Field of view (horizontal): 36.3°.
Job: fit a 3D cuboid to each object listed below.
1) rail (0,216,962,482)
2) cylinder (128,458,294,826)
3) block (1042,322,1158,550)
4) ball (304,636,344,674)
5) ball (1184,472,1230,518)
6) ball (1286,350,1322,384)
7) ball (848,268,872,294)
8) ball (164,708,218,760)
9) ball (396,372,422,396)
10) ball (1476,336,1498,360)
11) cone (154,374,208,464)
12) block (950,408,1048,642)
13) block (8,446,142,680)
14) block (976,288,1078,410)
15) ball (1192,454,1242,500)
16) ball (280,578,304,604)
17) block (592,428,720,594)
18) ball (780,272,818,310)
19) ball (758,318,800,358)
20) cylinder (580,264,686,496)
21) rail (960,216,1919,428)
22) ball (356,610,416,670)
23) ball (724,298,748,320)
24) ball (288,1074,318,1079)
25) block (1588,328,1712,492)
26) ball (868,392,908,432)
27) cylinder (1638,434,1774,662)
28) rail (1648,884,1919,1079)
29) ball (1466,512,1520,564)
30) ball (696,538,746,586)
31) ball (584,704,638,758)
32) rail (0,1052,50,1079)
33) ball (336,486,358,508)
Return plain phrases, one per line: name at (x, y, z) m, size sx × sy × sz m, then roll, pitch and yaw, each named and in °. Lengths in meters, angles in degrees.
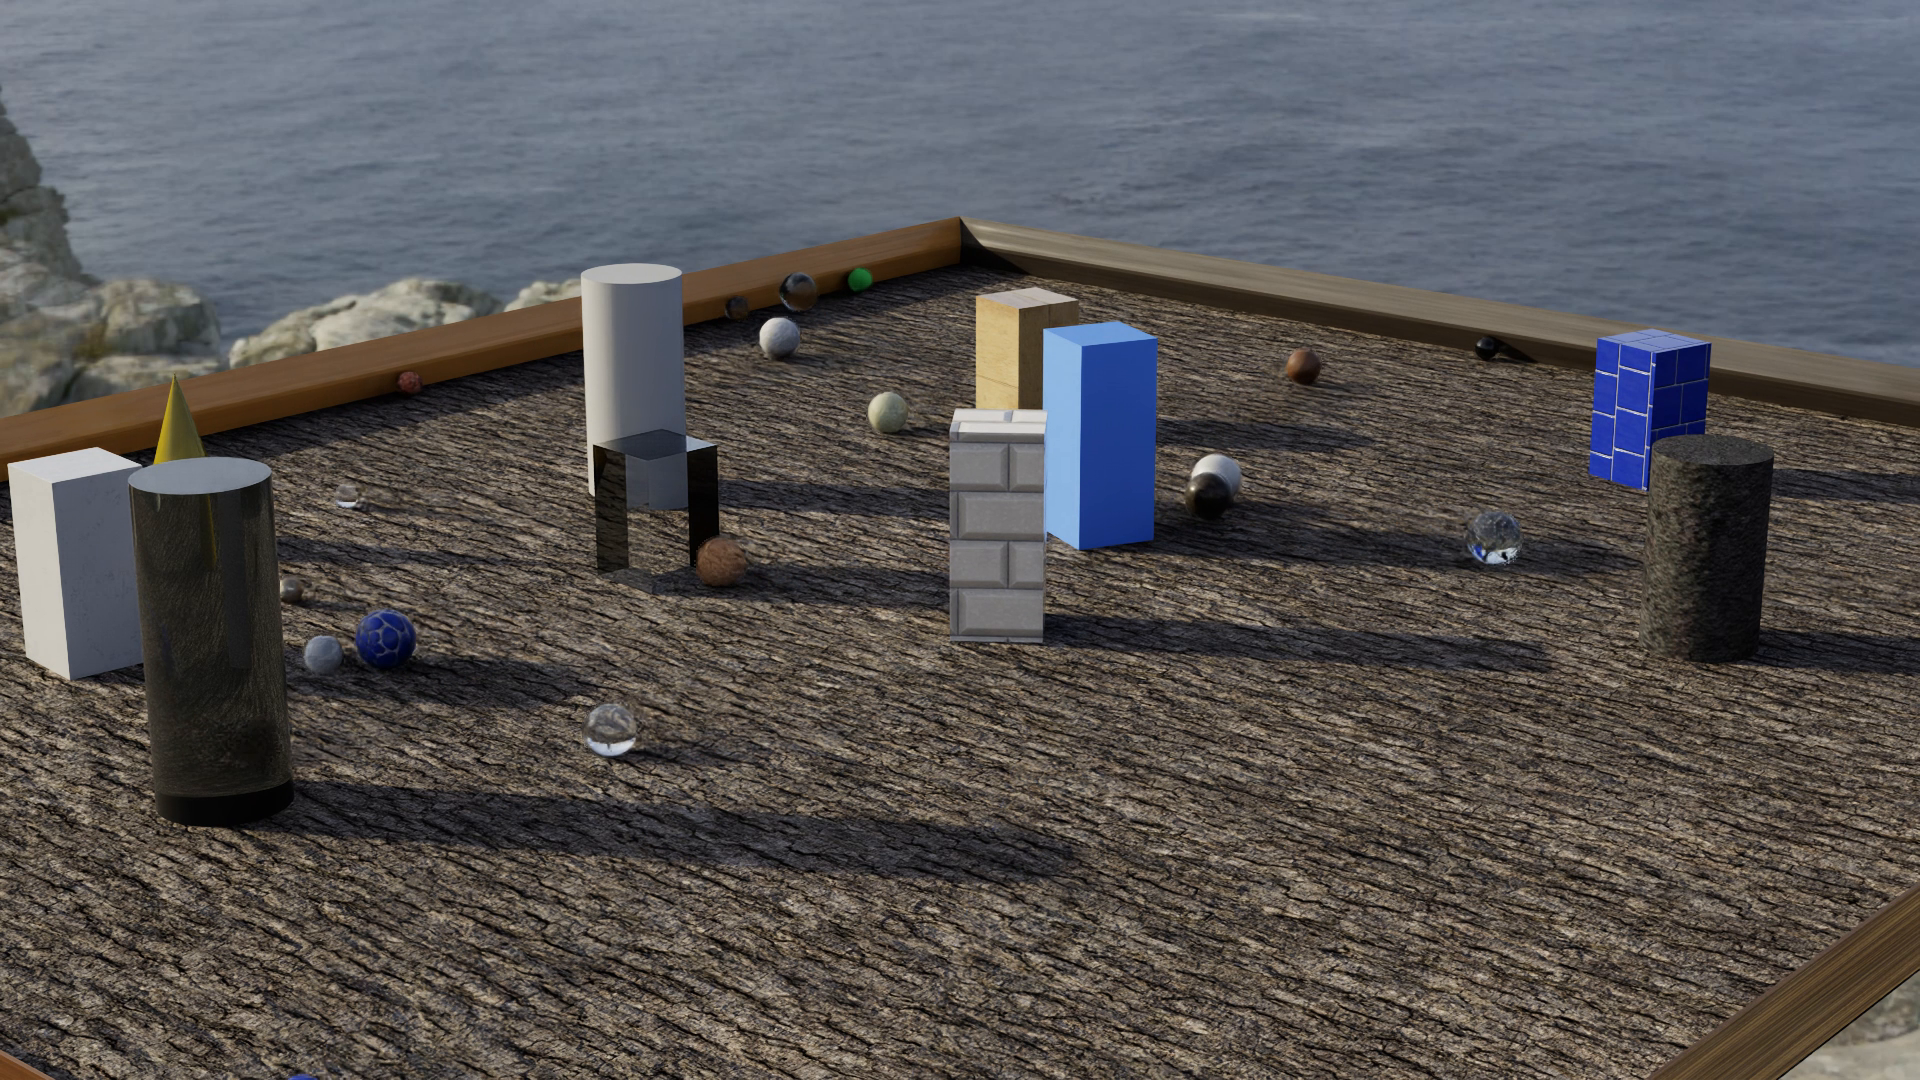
rail at (-1.429, -0.327, 6.308) m, size 0.045 × 0.126 × 4.408 m, roll 14°, pitch 22°, yaw 39°
cylinder at (-1.054, 0.142, 4.136) m, size 0.194 × 0.485 × 0.194 m, roll 0°, pitch 17°, yaw 0°
block at (0.257, -0.195, 5.428) m, size 0.155 × 0.384 × 0.155 m, roll -7°, pitch 18°, yaw -23°
ball at (-1.026, 0.185, 4.725) m, size 0.063 × 0.063 × 0.063 m, roll 0°, pitch 17°, yaw 0°
ball at (0.471, -0.085, 5.578) m, size 0.088 × 0.088 × 0.088 m, roll 0°, pitch 17°, yaw 0°
ball at (0.774, -0.389, 6.602) m, size 0.078 × 0.078 × 0.078 m, roll 0°, pitch 17°, yaw 0°
ball at (-0.258, -0.667, 7.550) m, size 0.062 × 0.062 × 0.062 m, roll 0°, pitch 17°, yaw 0°
ball at (-1.143, 0.289, 4.356) m, size 0.077 × 0.077 × 0.077 m, roll 0°, pitch 17°, yaw 0°
ball at (-1.222, -0.346, 6.500) m, size 0.054 × 0.054 × 0.054 m, roll 0°, pitch 17°, yaw 0°
ball at (1.228, -0.447, 6.834) m, size 0.054 × 0.054 × 0.054 m, roll 0°, pitch 17°, yaw 0°
cone at (-1.426, -0.148, 5.370) m, size 0.194 × 0.327 × 0.194 m, roll 0°, pitch 17°, yaw 0°
block at (0.065, -0.025, 4.907) m, size 0.155 × 0.360 × 0.155 m, roll 1°, pitch 17°, yaw 3°
block at (-1.422, 0.036, 4.758) m, size 0.155 × 0.329 × 0.155 m, roll -15°, pitch 22°, yaw -40°
block at (0.142, -0.377, 6.214) m, size 0.155 × 0.278 × 0.155 m, roll -11°, pitch 20°, yaw -33°
ball at (0.495, -0.117, 5.666) m, size 0.097 × 0.097 × 0.097 m, roll 0°, pitch 17°, yaw 0°
ball at (-1.161, 0.087, 5.076) m, size 0.046 × 0.046 × 0.046 m, roll 0°, pitch 17°, yaw 0°
block at (-0.537, -0.052, 5.199) m, size 0.155 × 0.243 × 0.155 m, roll -16°, pitch 23°, yaw -42°
ball at (-0.404, -0.621, 7.343) m, size 0.095 × 0.095 × 0.095 m, roll 0°, pitch 17°, yaw 0°
ball at (-0.423, -0.473, 6.851) m, size 0.094 × 0.094 × 0.094 m, roll 0°, pitch 17°, yaw 0°
cylinder at (-0.634, -0.307, 5.718) m, size 0.194 × 0.432 × 0.194 m, roll 0°, pitch 17°, yaw 0°
rail at (1.429, -0.444, 6.696) m, size 3.832 × 0.126 × 0.045 m, roll 14°, pitch 22°, yaw 39°
ball at (-0.929, 0.161, 4.747) m, size 0.097 × 0.097 × 0.097 m, roll 0°, pitch 17°, yaw 0°
ball at (-0.551, -0.570, 7.234) m, size 0.058 × 0.058 × 0.058 m, roll 0°, pitch 17°, yaw 0°
ball at (-0.736, 0.625, 3.277) m, size 0.056 × 0.056 × 0.056 m, roll 0°, pitch 17°, yaw 0°
block at (1.370, -0.260, 5.827) m, size 0.155 × 0.278 × 0.155 m, roll -11°, pitch 20°, yaw -33°
ball at (-0.152, -0.270, 6.191) m, size 0.086 × 0.086 × 0.086 m, roll 0°, pitch 17°, yaw 0°
cylinder at (1.227, 0.013, 4.826) m, size 0.194 × 0.334 × 0.194 m, roll 0°, pitch 17°, yaw 0°
rail at (1.429, 0.390, 3.933) m, size 0.045 × 0.126 × 4.408 m, roll 14°, pitch 22°, yaw 39°
ball at (0.963, -0.004, 5.291) m, size 0.096 × 0.096 × 0.096 m, roll 0°, pitch 17°, yaw 0°
ball at (-0.421, 0.039, 5.169) m, size 0.086 × 0.086 × 0.086 m, roll 0°, pitch 17°, yaw 0°
ball at (-0.521, 0.283, 4.369) m, size 0.080 × 0.080 × 0.080 m, roll 0°, pitch 17°, yaw 0°
rail at (-1.429, 0.507, 3.544) m, size 3.832 × 0.126 × 0.045 m, roll 14°, pitch 22°, yaw 39°
ball at (-1.181, -0.083, 5.648) m, size 0.044 × 0.044 × 0.044 m, roll 0°, pitch 17°, yaw 0°
